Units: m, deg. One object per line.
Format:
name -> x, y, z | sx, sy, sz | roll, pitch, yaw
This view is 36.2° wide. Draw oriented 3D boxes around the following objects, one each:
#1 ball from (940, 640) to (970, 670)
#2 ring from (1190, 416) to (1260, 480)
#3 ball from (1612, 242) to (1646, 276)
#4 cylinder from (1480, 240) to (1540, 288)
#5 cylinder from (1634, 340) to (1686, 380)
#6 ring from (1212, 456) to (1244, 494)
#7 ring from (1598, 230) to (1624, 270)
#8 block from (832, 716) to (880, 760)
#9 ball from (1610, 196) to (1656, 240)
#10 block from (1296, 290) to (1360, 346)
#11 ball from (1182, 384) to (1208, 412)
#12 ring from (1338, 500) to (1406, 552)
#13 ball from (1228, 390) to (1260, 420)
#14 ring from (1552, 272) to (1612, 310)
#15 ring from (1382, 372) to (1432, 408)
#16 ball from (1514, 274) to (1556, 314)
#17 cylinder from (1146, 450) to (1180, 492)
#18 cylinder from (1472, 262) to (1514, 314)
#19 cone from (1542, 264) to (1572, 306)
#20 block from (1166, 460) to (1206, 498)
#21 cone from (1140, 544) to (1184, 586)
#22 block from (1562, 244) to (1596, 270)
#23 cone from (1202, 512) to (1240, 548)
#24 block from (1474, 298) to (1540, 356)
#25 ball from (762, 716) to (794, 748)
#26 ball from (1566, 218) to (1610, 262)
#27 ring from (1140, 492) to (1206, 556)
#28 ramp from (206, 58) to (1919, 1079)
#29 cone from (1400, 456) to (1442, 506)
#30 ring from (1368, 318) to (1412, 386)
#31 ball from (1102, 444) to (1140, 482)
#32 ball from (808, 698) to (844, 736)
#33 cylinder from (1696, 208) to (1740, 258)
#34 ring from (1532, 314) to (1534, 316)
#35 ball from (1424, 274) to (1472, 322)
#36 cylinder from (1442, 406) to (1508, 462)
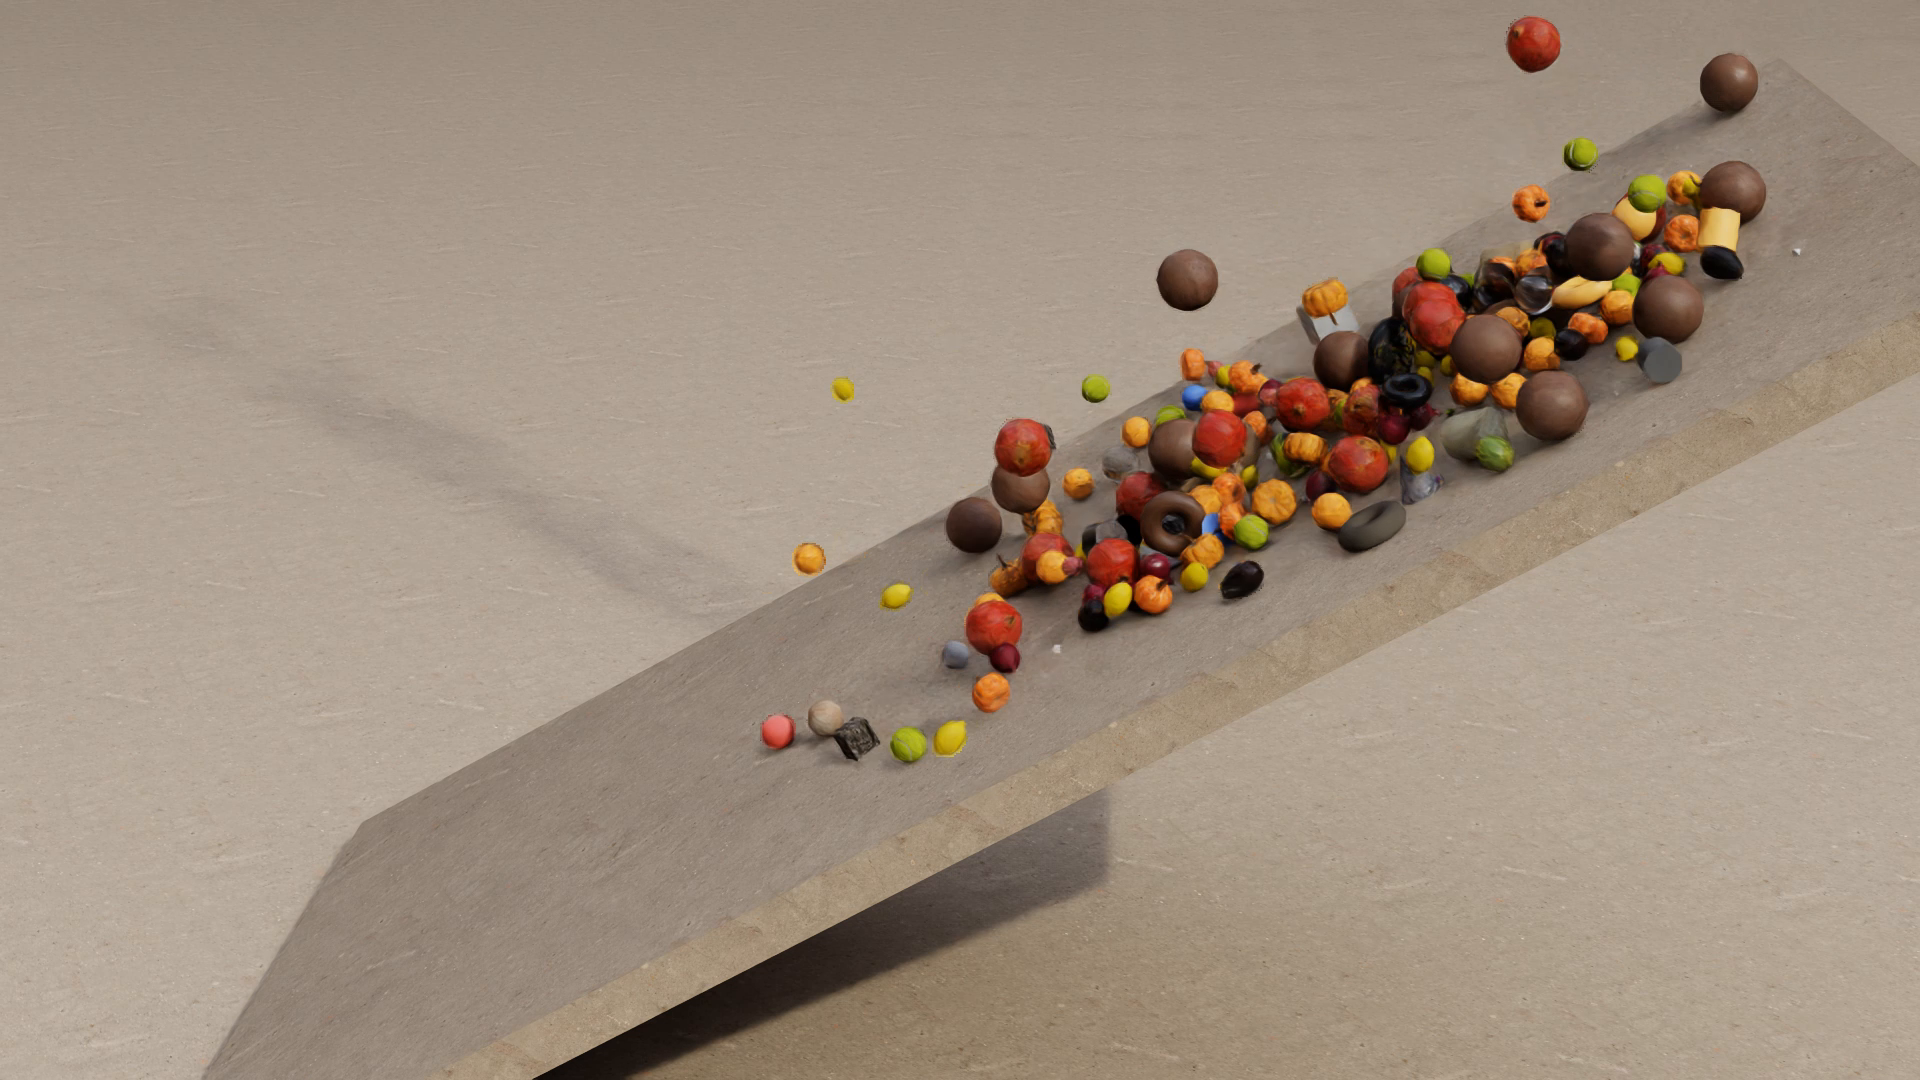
ball -> -0.010, 0.237, 6.041 | 0.059, 0.059, 0.059 | 0, 19, 0
ring -> 0.556, -0.191, 6.176 | 0.149, 0.149, 0.050 | 4, -14, 12
ball -> 1.352, -0.568, 5.949 | 0.067, 0.067, 0.067 | 0, 19, 0
cylinder -> 1.171, -0.583, 6.267 | 0.093, 0.093, 0.093 | -12, 9, 35
cylinder -> 1.264, -0.325, 5.314 | 0.069, 0.069, 0.069 | -3, 0, -9
ring -> 0.556, -0.135, 6.092 | 0.078, 0.078, 0.026 | -11, 17, -31
ring -> 1.338, -0.596, 6.050 | 0.079, 0.079, 0.026 | -12, 11, -31
block -> -0.208, 0.398, 5.904 | 0.060, 0.060, 0.060 | -36, 15, -19
ball -> 1.326, -0.632, 5.789 | 0.087, 0.087, 0.087 | 0, 19, 0
block -> 0.806, -0.486, 6.454 | 0.090, 0.090, 0.090 | -26, 9, -6
ball -> 0.544, -0.328, 6.795 | 0.062, 0.062, 0.062 | 0, 19, 0
ring -> 0.756, -0.026, 5.395 | 0.135, 0.045, 0.135 | -29, 14, 8
ball -> 0.629, -0.298, 6.513 | 0.067, 0.067, 0.067 | 0, 19, 0
ring -> 1.213, -0.486, 5.737 | 0.124, 0.041, 0.124 | -25, 13, 6
ring -> 0.863, -0.289, 5.680 | 0.098, 0.033, 0.098 | -4, 37, 3
ball -> 1.133, -0.485, 5.795 | 0.081, 0.081, 0.081 | 0, 19, 0
cylinder -> 0.440, -0.145, 6.243 | 0.069, 0.069, 0.069 | 27, 18, -5
cylinder -> 1.101, -0.518, 6.072 | 0.085, 0.085, 0.085 | 3, 30, 10
cone -> 1.245, -0.511, 6.022 | 0.093, 0.093, 0.093 | 20, 27, 39
block -> 0.475, -0.124, 6.179 | 0.057, 0.057, 0.057 | 35, 13, -10
cone -> 0.405, 0.048, 5.874 | 0.083, 0.083, 0.083 | -2, 18, 7
block -> 1.307, -0.607, 6.193 | 0.052, 0.052, 0.052 | -31, 14, 13
cone -> 0.508, -0.005, 5.850 | 0.077, 0.077, 0.077 | -4, -21, -13
block -> 1.109, -0.434, 5.966 | 0.080, 0.080, 0.080 | -16, 21, 46
ball -> -0.384, 0.406, 6.214 | 0.070, 0.070, 0.070 | 0, 19, 0
ball -> 1.271, -0.608, 5.954 | 0.090, 0.090, 0.090 | 0, 19, 0
ring -> 0.426, -0.032, 5.873 | 0.137, 0.137, 0.046 | 2, 17, 5
ramp -> 0.142, 0.168, 6.285 | 4.000, 0.100, 2.000 | -28, 15, 12
cone -> 0.839, -0.122, 5.471 | 0.083, 0.083, 0.083 | -29, 15, 8
ring -> 0.889, -0.387, 6.074 | 0.049, 0.147, 0.147 | 6, 19, 35
ball -> 0.360, -0.172, 6.601 | 0.086, 0.086, 0.086 | 0, 19, 0
ball -> -0.279, 0.369, 6.109 | 0.078, 0.078, 0.078 | 0, 19, 0
cylinder -> 1.471, -0.596, 5.708 | 0.076, 0.076, 0.076 | 9, -10, 2
ring -> 1.169, -0.493, 6.106 | 0.039, 0.117, 0.117 | 41, 7, -20
ball -> 1.019, -0.506, 6.131 | 0.099, 0.099, 0.099 | 0, 19, 0
cylinder -> 0.957, -0.197, 5.472 | 0.086, 0.086, 0.086 | -17, 1, -42
